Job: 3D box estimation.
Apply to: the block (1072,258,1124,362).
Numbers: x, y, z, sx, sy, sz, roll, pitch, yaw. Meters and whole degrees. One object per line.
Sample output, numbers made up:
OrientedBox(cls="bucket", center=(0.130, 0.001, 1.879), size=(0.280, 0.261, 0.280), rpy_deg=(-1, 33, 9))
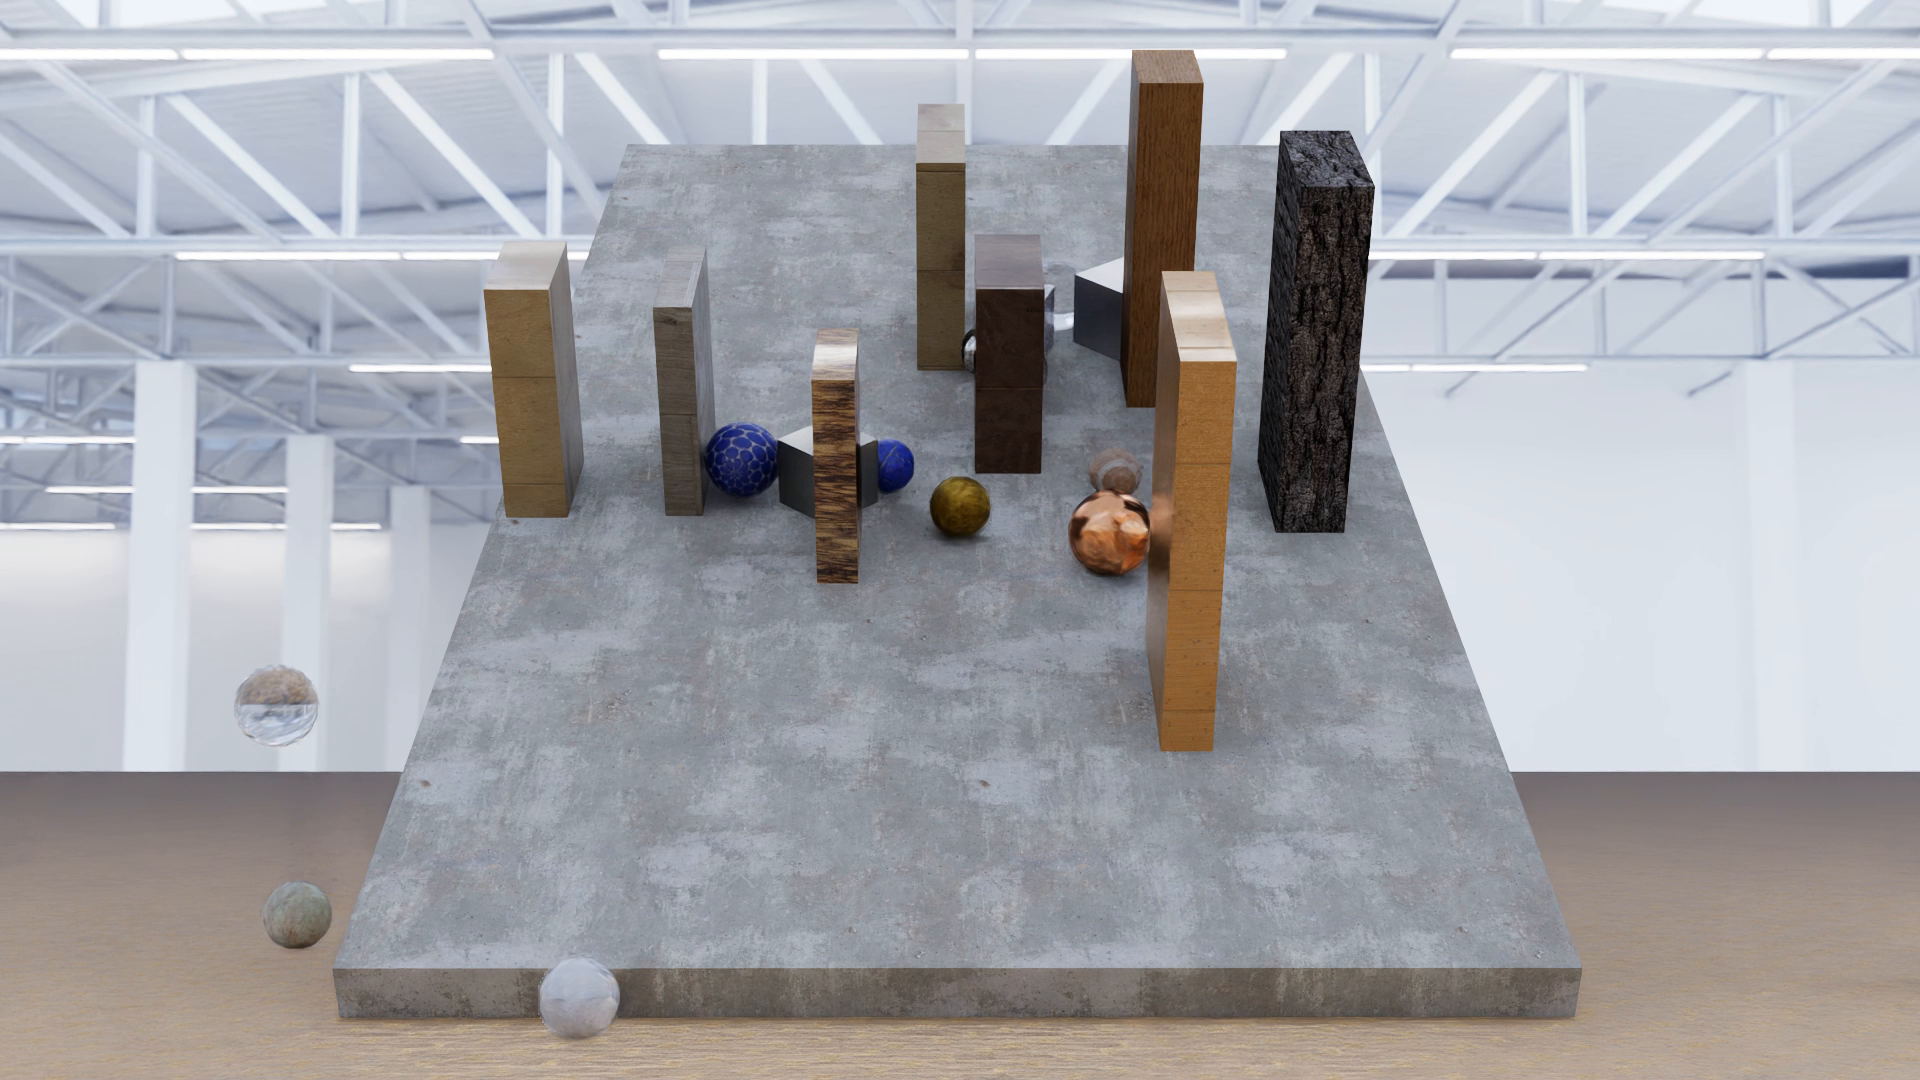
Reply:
OrientedBox(cls="block", center=(0.413, -0.576, 5.972), size=(0.182, 0.182, 0.182), rpy_deg=(-23, 36, -36))

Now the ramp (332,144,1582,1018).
OrientedBox(cls="ramp", center=(-0.012, -0.221, 5.608), size=(2.000, 0.100, 4.000), rpy_deg=(0, 28, 0))

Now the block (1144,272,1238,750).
OrientedBox(cls="block", center=(0.415, -0.052, 4.371), size=(0.095, 0.780, 0.401), rpy_deg=(0, 28, 0))

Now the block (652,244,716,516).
OrientedBox(cls="block", center=(-0.598, -0.351, 5.226), size=(0.080, 0.489, 0.352), rpy_deg=(0, 28, 0))

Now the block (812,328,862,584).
OrientedBox(cls="block", center=(-0.252, -0.173, 4.930), size=(0.084, 0.459, 0.255), rpy_deg=(0, 28, 0))

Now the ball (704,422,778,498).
OrientedBox(cls="ball", center=(-0.475, -0.175, 5.229), size=(0.167, 0.167, 0.167), rpy_deg=(0, -5, 0))

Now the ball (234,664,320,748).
OrientedBox(cls="ball", center=(-1.552, 0.377, 5.433), size=(0.187, 0.187, 0.187), rpy_deg=(0, -5, 0))

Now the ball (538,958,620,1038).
OrientedBox(cls="ball", center=(-0.570, 0.685, 3.579), size=(0.119, 0.119, 0.119), rpy_deg=(0, -5, 0))

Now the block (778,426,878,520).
OrientedBox(cls="block", center=(-0.288, -0.151, 5.210), size=(0.153, 0.153, 0.153), rpy_deg=(25, 37, 38))

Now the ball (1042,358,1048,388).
OrientedBox(cls="ball", center=(0.137, -0.403, 5.687), size=(0.146, 0.146, 0.146), rpy_deg=(0, -5, 0))

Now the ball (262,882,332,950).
OrientedBox(cls="ball", center=(-1.471, 0.833, 5.307), size=(0.149, 0.149, 0.149), rpy_deg=(0, -5, 0))

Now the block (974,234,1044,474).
OrientedBox(cls="block", center=(0.108, -0.423, 5.408), size=(0.148, 0.446, 0.326), rpy_deg=(0, 28, 0))

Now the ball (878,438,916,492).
OrientedBox(cls="ball", center=(-0.158, -0.165, 5.274), size=(0.118, 0.118, 0.118), rpy_deg=(0, -5, 0))

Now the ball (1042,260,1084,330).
OrientedBox(cls="ball", center=(0.249, -0.618, 6.055), size=(0.177, 0.177, 0.177), rpy_deg=(0, -5, 0))

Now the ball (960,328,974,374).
OrientedBox(cls="ball", center=(0.070, -0.458, 5.799), size=(0.137, 0.137, 0.137), rpy_deg=(0, -5, 0))

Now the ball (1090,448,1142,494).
OrientedBox(cls="ball", center=(0.341, -0.146, 5.246), size=(0.114, 0.114, 0.114), rpy_deg=(0, -5, 0))

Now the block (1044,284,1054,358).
OrientedBox(cls="block", center=(0.134, -0.534, 5.914), size=(0.162, 0.162, 0.162), rpy_deg=(9, 29, 15))

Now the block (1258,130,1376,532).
OrientedBox(cls="block", center=(0.751, -0.441, 5.094), size=(0.147, 0.781, 0.346), rpy_deg=(0, 28, 0))

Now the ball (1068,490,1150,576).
OrientedBox(cls="ball", center=(0.311, -0.015, 4.937), size=(0.177, 0.177, 0.177), rpy_deg=(0, -5, 0))

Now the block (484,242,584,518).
OrientedBox(cls="block", center=(-0.916, -0.347, 5.171), size=(0.134, 0.532, 0.271), rpy_deg=(0, 28, 0))

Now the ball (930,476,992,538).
OrientedBox(cls="ball", center=(0.001, -0.071, 5.088), size=(0.131, 0.131, 0.131), rpy_deg=(0, -5, 0))

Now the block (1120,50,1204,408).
OrientedBox(cls="block", center=(0.468, -0.724, 5.603), size=(0.143, 0.794, 0.252), rpy_deg=(0, 28, 0))

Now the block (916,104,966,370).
OrientedBox(cls="block", center=(-0.047, -0.755, 5.931), size=(0.116, 0.534, 0.441), rpy_deg=(0, 28, 0))
